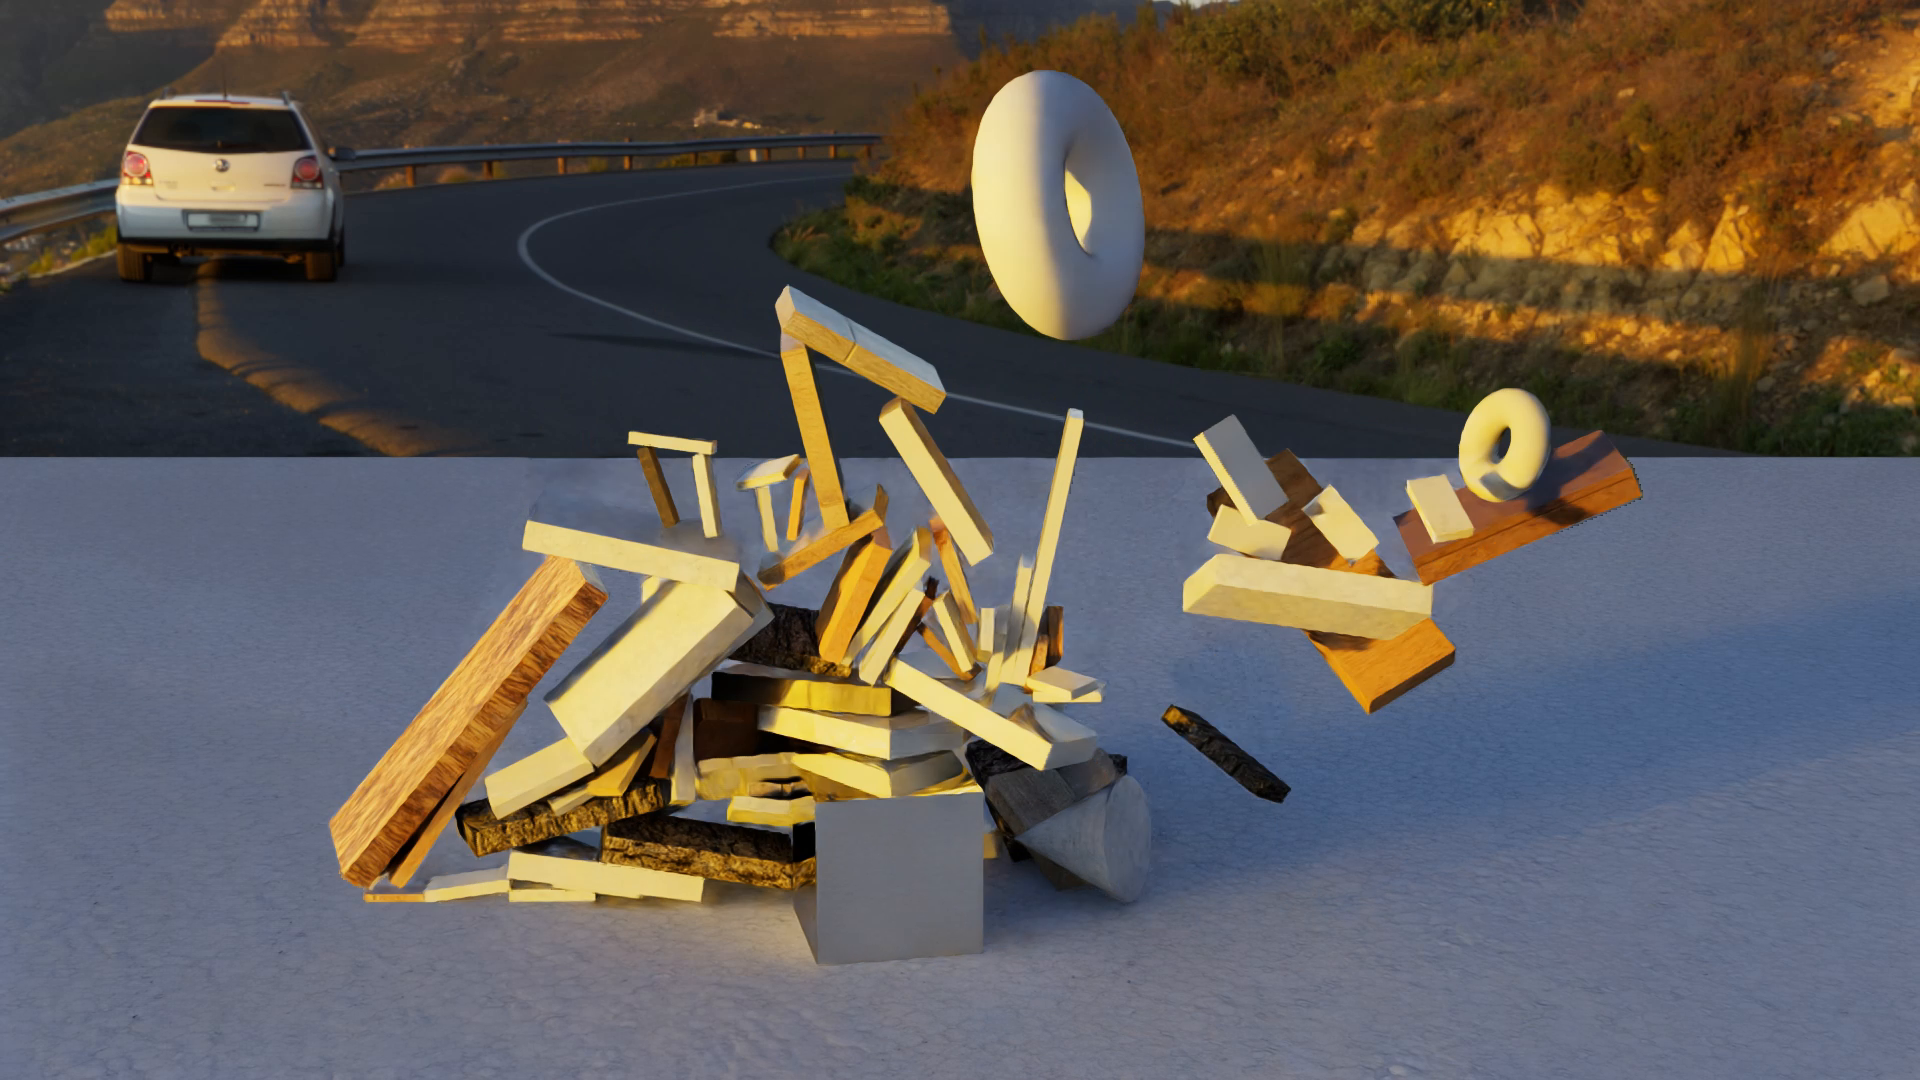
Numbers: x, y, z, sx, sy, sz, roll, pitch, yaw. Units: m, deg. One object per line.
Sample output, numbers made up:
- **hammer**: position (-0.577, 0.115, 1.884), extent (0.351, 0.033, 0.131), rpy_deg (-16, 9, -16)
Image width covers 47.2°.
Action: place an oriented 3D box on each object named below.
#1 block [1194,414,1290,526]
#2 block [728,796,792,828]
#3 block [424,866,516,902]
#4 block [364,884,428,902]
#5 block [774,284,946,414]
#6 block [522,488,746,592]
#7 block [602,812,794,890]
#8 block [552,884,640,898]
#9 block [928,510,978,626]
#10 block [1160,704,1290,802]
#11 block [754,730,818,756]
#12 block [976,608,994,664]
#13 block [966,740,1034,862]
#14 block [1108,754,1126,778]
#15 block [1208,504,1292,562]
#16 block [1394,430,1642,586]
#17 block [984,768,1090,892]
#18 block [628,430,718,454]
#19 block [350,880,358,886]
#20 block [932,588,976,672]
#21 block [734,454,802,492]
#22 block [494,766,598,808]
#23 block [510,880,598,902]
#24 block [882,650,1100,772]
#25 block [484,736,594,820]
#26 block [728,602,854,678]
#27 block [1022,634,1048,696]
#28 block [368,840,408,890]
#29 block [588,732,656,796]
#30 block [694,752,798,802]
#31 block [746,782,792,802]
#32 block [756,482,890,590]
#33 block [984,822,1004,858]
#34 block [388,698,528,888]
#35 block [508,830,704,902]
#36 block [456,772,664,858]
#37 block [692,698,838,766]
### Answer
- **block**: position (0.445, -0.111, 3.470), extent (0.082, 0.164, 0.023), rpy_deg (-31, -3, -37)
- **block**: position (-0.297, 0.453, 3.650), extent (0.167, 0.024, 0.084), rpy_deg (7, -21, -11)
- **block**: position (-0.812, 0.572, 3.657), extent (0.141, 0.020, 0.071), rpy_deg (-8, 11, 1)
- **block**: position (-0.933, 0.586, 3.651), extent (0.099, 0.014, 0.050), rpy_deg (0, 11, -2)
- **block**: position (-0.158, -0.301, 3.476), extent (0.278, 0.039, 0.139), rpy_deg (28, 16, -20)
- **block**: position (-0.521, -0.001, 3.553), extent (0.339, 0.048, 0.170), rpy_deg (12, 18, -5)
- **block**: position (-0.436, 0.512, 3.660), extent (0.314, 0.044, 0.157), rpy_deg (10, 9, -11)
- **block**: position (-0.601, 0.563, 3.645), extent (0.141, 0.020, 0.071), rpy_deg (9, 9, -9)
- **block**: position (-0.011, 0.043, 3.584), extent (0.025, 0.175, 0.087), rpy_deg (-18, 23, 2)
- **block**: position (0.498, 0.401, 4.124), extent (0.244, 0.035, 0.122), rpy_deg (39, 8, 31)
- **block**: position (-0.218, 0.440, 3.777), extent (0.302, 0.151, 0.043), rpy_deg (26, 55, 2)
- **block**: position (0.041, 0.154, 3.538), extent (0.020, 0.069, 0.138), rpy_deg (2, -11, -2)
- **block**: position (0.114, 0.453, 3.919), extent (0.130, 0.037, 0.260), rpy_deg (-11, 43, -15)
- **block**: position (0.184, 0.445, 4.347), extent (0.260, 0.037, 0.130), rpy_deg (5, 12, 25)
- **block**: position (0.463, -0.009, 3.515), extent (0.121, 0.060, 0.017), rpy_deg (19, 8, -11)
- **block**: position (0.882, -0.053, 3.501), extent (0.358, 0.051, 0.179), rpy_deg (-24, 20, 10)
- **block**: position (0.162, 0.492, 3.791), extent (0.130, 0.037, 0.260), rpy_deg (-8, 38, -29)
- **block**: position (-0.462, -0.158, 3.540), extent (0.133, 0.019, 0.067), rpy_deg (8, 5, 0)
- **block**: position (-0.971, 0.522, 3.637), extent (0.014, 0.099, 0.050), rpy_deg (38, 17, -22)
- **block**: position (-0.007, 0.147, 3.581), extent (0.017, 0.123, 0.062), rpy_deg (-20, 13, 16)
- **block**: position (-0.310, -0.109, 3.554), extent (0.105, 0.015, 0.053), rpy_deg (-12, 28, 37)
- **block**: position (-0.676, 0.385, 3.590), extent (0.172, 0.024, 0.086), rpy_deg (-22, 35, 5)
- **block**: position (-0.673, 0.580, 3.666), extent (0.141, 0.020, 0.071), rpy_deg (0, 11, 0)
- **block**: position (0.050, 0.275, 3.597), extent (0.329, 0.047, 0.164), rpy_deg (27, 15, 28)
- **block**: position (-0.680, 0.379, 3.555), extent (0.172, 0.024, 0.086), rpy_deg (-27, 35, -4)
- **block**: position (-0.304, 0.160, 3.690), extent (0.246, 0.035, 0.123), rpy_deg (10, 36, -12)
- **block**: position (0.123, 0.203, 3.574), extent (0.016, 0.056, 0.112), rpy_deg (12, -30, -4)
- **block**: position (-0.948, 0.526, 3.622), extent (0.014, 0.099, 0.049), rpy_deg (38, -6, -22)
- **block**: position (-0.550, 0.364, 3.578), extent (0.062, 0.018, 0.124), rpy_deg (-2, 40, 29)
- **block**: position (-0.357, 0.395, 3.673), extent (0.167, 0.084, 0.024), rpy_deg (-3, 49, -18)
- **block**: position (-0.273, 0.437, 3.684), extent (0.167, 0.024, 0.084), rpy_deg (2, -31, -3)
- **block**: position (-0.222, -0.006, 3.575), extent (0.226, 0.032, 0.113), rpy_deg (-29, 19, 15)
- **block**: position (-0.056, 0.506, 3.950), extent (0.151, 0.043, 0.301), rpy_deg (3, 8, -25)
- **block**: position (-0.826, 0.399, 3.607), extent (0.024, 0.369, 0.086), rpy_deg (33, 3, -23)
- **block**: position (-0.586, 0.532, 3.648), extent (0.314, 0.044, 0.157), rpy_deg (9, 9, -11)
- **block**: position (-0.668, 0.445, 3.658), extent (0.314, 0.044, 0.157), rpy_deg (-13, 13, -21)
- **block**: position (-0.354, 0.345, 3.844), extent (0.301, 0.043, 0.151), rpy_deg (9, -39, -35)
